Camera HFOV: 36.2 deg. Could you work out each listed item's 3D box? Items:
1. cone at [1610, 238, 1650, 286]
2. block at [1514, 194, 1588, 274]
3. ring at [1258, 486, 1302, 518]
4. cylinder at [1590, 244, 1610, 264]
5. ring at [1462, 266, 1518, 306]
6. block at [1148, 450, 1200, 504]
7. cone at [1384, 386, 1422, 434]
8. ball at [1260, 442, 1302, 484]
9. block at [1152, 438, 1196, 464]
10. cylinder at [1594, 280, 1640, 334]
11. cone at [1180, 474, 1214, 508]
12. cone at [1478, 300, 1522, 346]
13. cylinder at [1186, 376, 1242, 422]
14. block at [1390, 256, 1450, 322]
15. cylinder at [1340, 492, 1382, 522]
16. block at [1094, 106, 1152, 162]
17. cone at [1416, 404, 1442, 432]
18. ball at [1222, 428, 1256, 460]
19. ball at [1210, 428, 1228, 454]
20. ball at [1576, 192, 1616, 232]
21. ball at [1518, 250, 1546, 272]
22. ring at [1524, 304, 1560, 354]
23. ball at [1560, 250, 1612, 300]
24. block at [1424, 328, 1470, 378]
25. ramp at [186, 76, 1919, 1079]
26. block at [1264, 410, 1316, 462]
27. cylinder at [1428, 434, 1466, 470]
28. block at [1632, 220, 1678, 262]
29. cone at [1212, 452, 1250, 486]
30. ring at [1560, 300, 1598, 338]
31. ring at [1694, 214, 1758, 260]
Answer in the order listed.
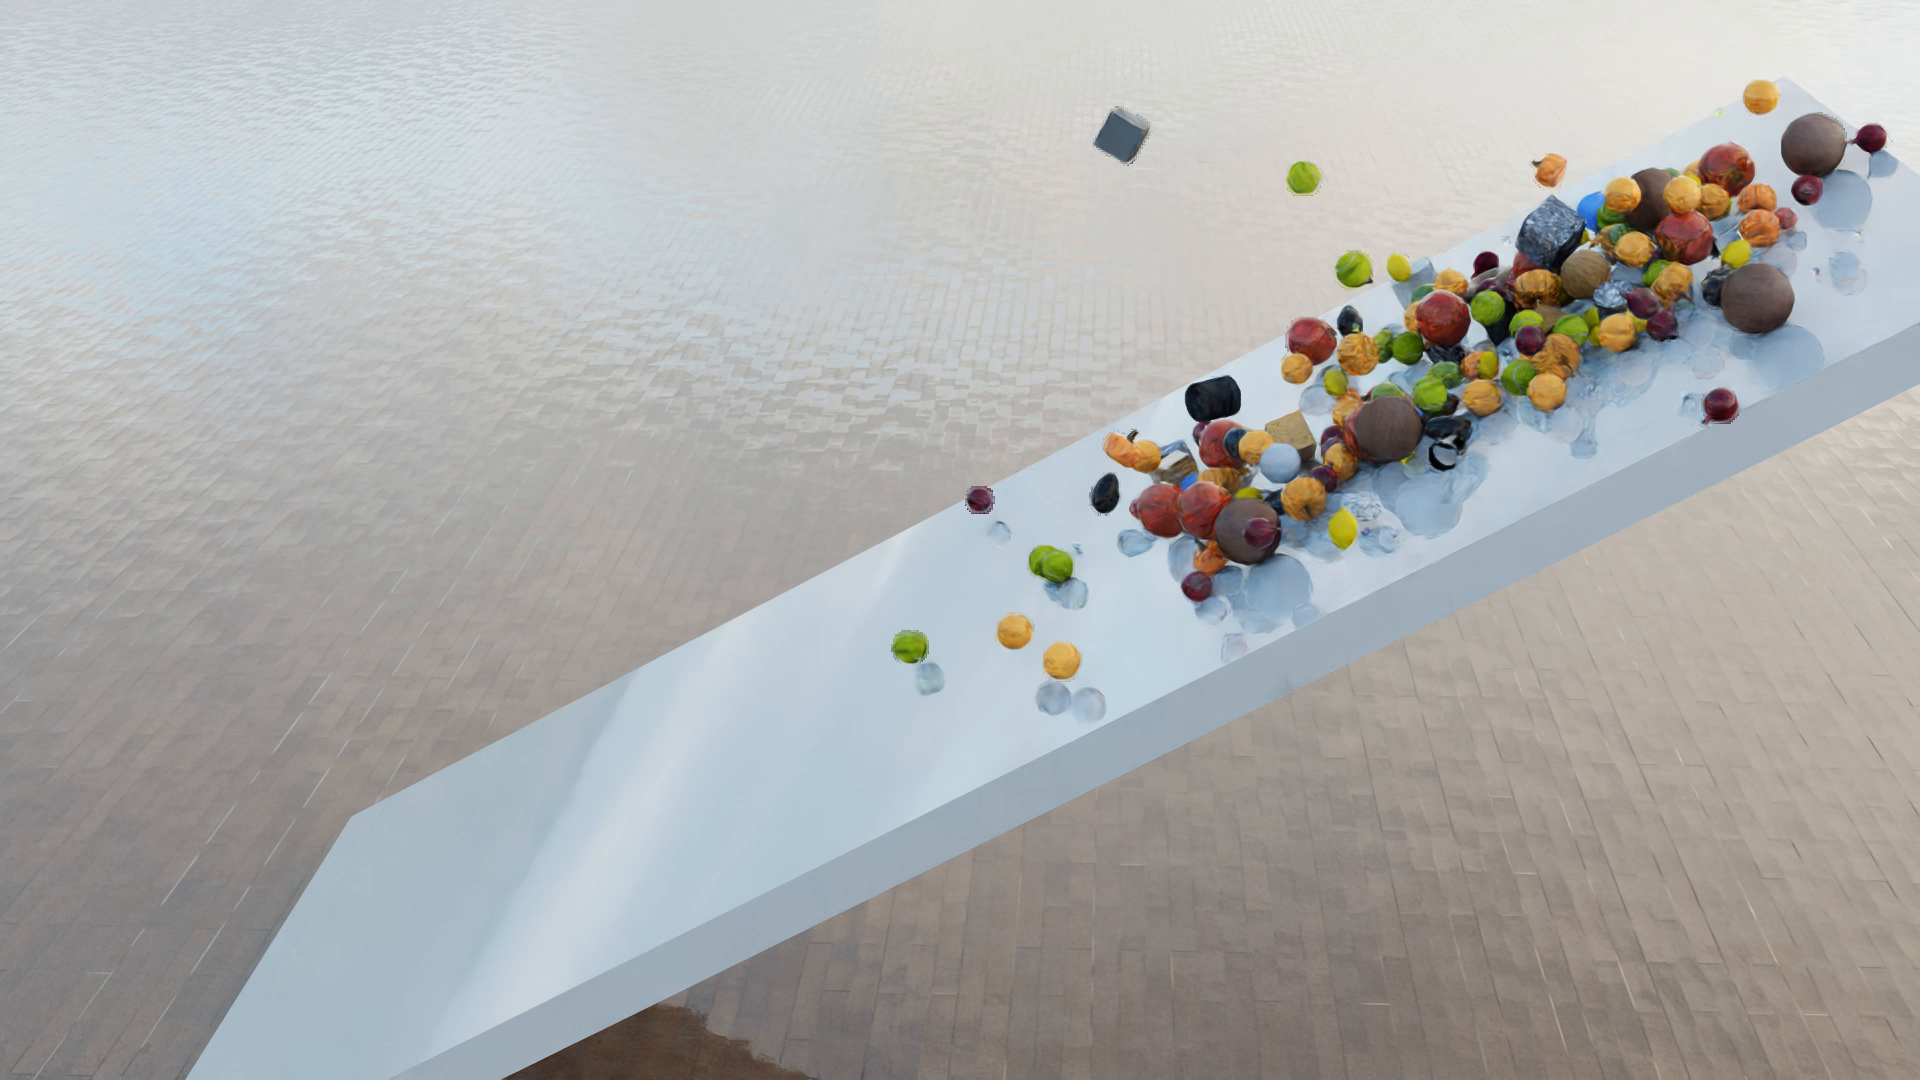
[{"bbox_3d":[1.354,-0.562,5.909,0.090,0.090,0.090,11,8,-2],"label":"cone"},{"bbox_3d":[1.208,-0.625,6.012,0.094,0.094,0.094,40,67,19],"label":"block"},{"bbox_3d":[0.638,-0.075,5.861,0.094,0.031,0.094,-30,14,8],"label":"ring"},{"bbox_3d":[1.274,-0.561,5.915,0.052,0.052,0.052,-25,12,16],"label":"cylinder"},{"bbox_3d":[1.162,-0.559,6.454,0.131,0.044,0.131,-29,12,7],"label":"ring"},{"bbox_3d":[0.464,-0.134,6.309,0.080,0.080,0.080,-33,14,-9],"label":"block"},{"bbox_3d":[0.914,-0.254,5.895,0.095,0.095,0.095,11,21,29],"label":"cone"},{"bbox_3d":[0.640,-0.153,5.870,0.084,0.084,0.084,0,18,0],"label":"ball"},{"bbox_3d":[0.470,-0.171,6.455,0.065,0.065,0.065,-23,16,25],"label":"block"},{"bbox_3d":[1.281,-0.455,5.738,0.075,0.075,0.075,-15,45,15],"label":"cylinder"},{"bbox_3d":[0.501,-0.090,6.179,0.071,0.071,0.071,-1,45,-3],"label":"cone"},{"bbox_3d":[1.120,-0.435,6.119,0.093,0.093,0.093,5,56,14],"label":"cone"},{"bbox_3d":[0.568,-0.315,6.587,0.090,0.090,0.090,-14,22,-29],"label":"cylinder"},{"bbox_3d":[1.033,-0.565,6.617,0.096,0.096,0.096,-29,14,14],"label":"block"},{"bbox_3d":[0.749,-0.062,5.497,0.054,0.054,0.054,-14,4,-36],"label":"cylinder"},{"bbox_3d":[0.316,-0.788,5.716,0.073,0.073,0.073,31,22,7],"label":"block"},{"bbox_3d":[0.918,-0.229,5.844,0.057,0.057,0.057,14,52,-18],"label":"cone"},{"bbox_3d":[0.572,-0.199,6.031,0.066,0.066,0.066,0,18,0],"label":"ball"},{"bbox_3d":[0.573,-0.216,6.426,0.055,0.055,0.055,0,18,0],"label":"ball"},{"bbox_3d":[1.398,-0.720,6.456,0.085,0.085,0.085,0,18,0],"label":"ball"},{"bbox_3d":[1.262,-0.629,6.372,0.100,0.100,0.100,0,18,0],"label":"ball"},{"bbox_3d":[1.171,-0.424,5.903,0.036,0.107,0.107,20,12,-19],"label":"ring"},{"bbox_3d":[1.241,-0.526,5.835,0.100,0.100,0.100,0,18,0],"label":"ball"},{"bbox_3d":[1.013,-0.390,6.125,0.067,0.067,0.067,-27,15,14],"label":"block"},{"bbox_3d":[0.142,0.167,6.282,4.000,0.100,2.000,-27,14,11],"label":"ramp"},{"bbox_3d":[0.677,-0.204,6.042,0.080,0.080,0.080,-23,-19,-4],"label":"block"},{"bbox_3d":[0.918,-0.166,5.548,0.057,0.057,0.057,8,21,24],"label":"cylinder"},{"bbox_3d":[1.426,-0.614,6.040,0.059,0.059,0.059,25,-15,-27],"label":"block"},{"bbox_3d":[0.580,-0.147,6.207,0.074,0.074,0.074,4,18,24],"label":"cone"},{"bbox_3d":[1.237,-0.446,5.930,0.116,0.039,0.116,-28,14,8],"label":"ring"},{"bbox_3d":[1.530,-0.605,5.877,0.137,0.046,0.137,-28,16,9],"label":"ring"}]
